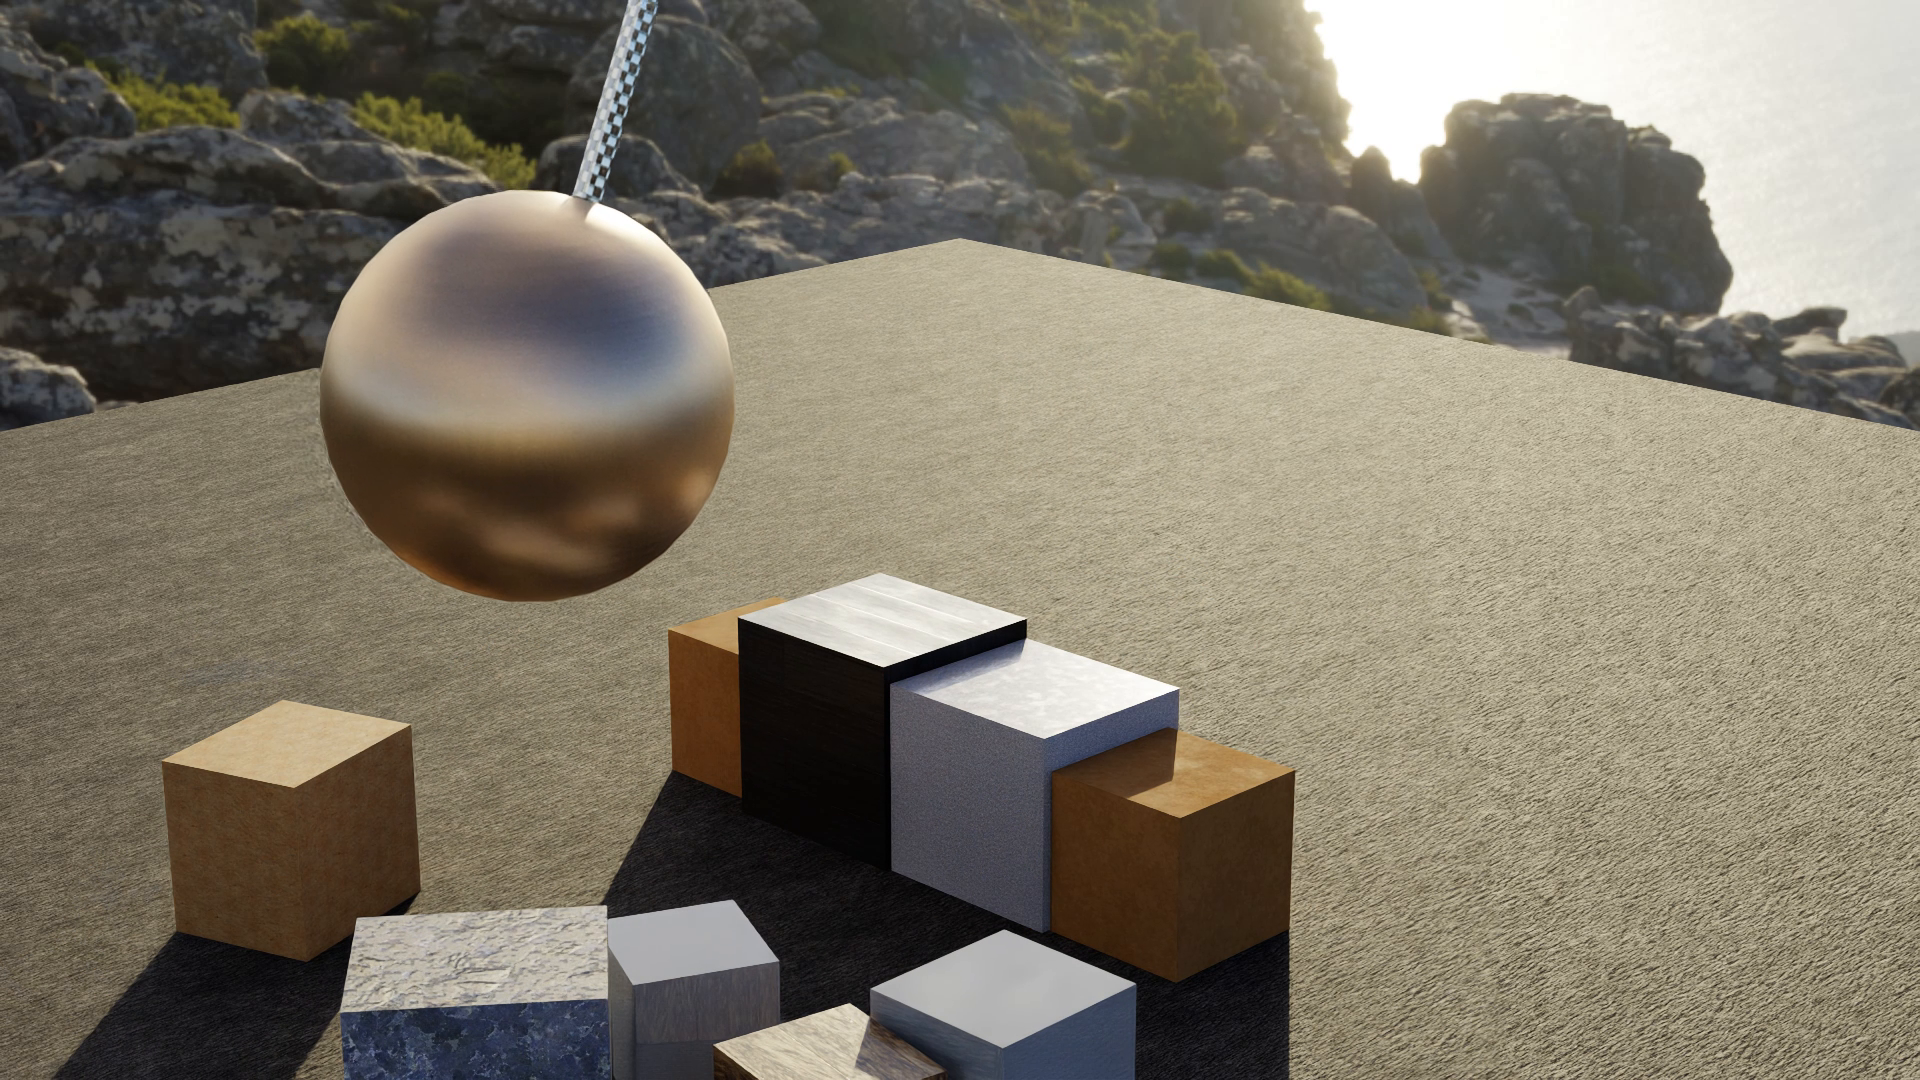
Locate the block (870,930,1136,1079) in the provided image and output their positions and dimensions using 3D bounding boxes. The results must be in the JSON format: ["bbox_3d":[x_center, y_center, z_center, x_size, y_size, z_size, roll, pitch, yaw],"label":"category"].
[{"bbox_3d":[0.162,1.972,10.951,0.676,0.672,0.718,16,24,42],"label":"block"}]

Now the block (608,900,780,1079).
[{"bbox_3d":[-1.078,1.837,11.563,0.580,0.561,0.610,-7,19,-20],"label":"block"}]

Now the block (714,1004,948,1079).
[{"bbox_3d":[-0.469,2.131,10.611,0.587,0.572,0.647,-12,21,-33],"label":"block"}]

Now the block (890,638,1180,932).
[{"bbox_3d":[0.335,1.094,13.342,0.884,0.913,0.958,-17,24,-42],"label":"block"}]

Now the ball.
[{"bbox_3d":[-1.676,-0.557,11.410,1.600,1.600,1.600,0,17,0],"label":"ball"}]

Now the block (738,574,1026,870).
[{"bbox_3d":[-0.368,0.843,13.999,0.993,0.997,0.940,16,24,42],"label":"block"}]

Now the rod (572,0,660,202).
[{"bbox_3d":[-0.726,-3.822,11.380,0.080,5.200,0.080,17,1,42],"label":"rod"}]

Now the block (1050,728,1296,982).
[{"bbox_3d":[0.923,1.355,12.779,0.759,0.752,0.729,-17,24,-42],"label":"block"}]

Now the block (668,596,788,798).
[{"bbox_3d":[-0.959,0.789,14.594,0.706,0.745,0.657,-17,24,-42],"label":"block"}]

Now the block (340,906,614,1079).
[{"bbox_3d":[-1.736,1.930,10.710,0.922,0.895,0.782,-2,18,-7],"label":"block"}]

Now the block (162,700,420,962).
[{"bbox_3d":[-2.942,1.269,12.963,0.709,0.805,0.825,8,19,24],"label":"block"}]
